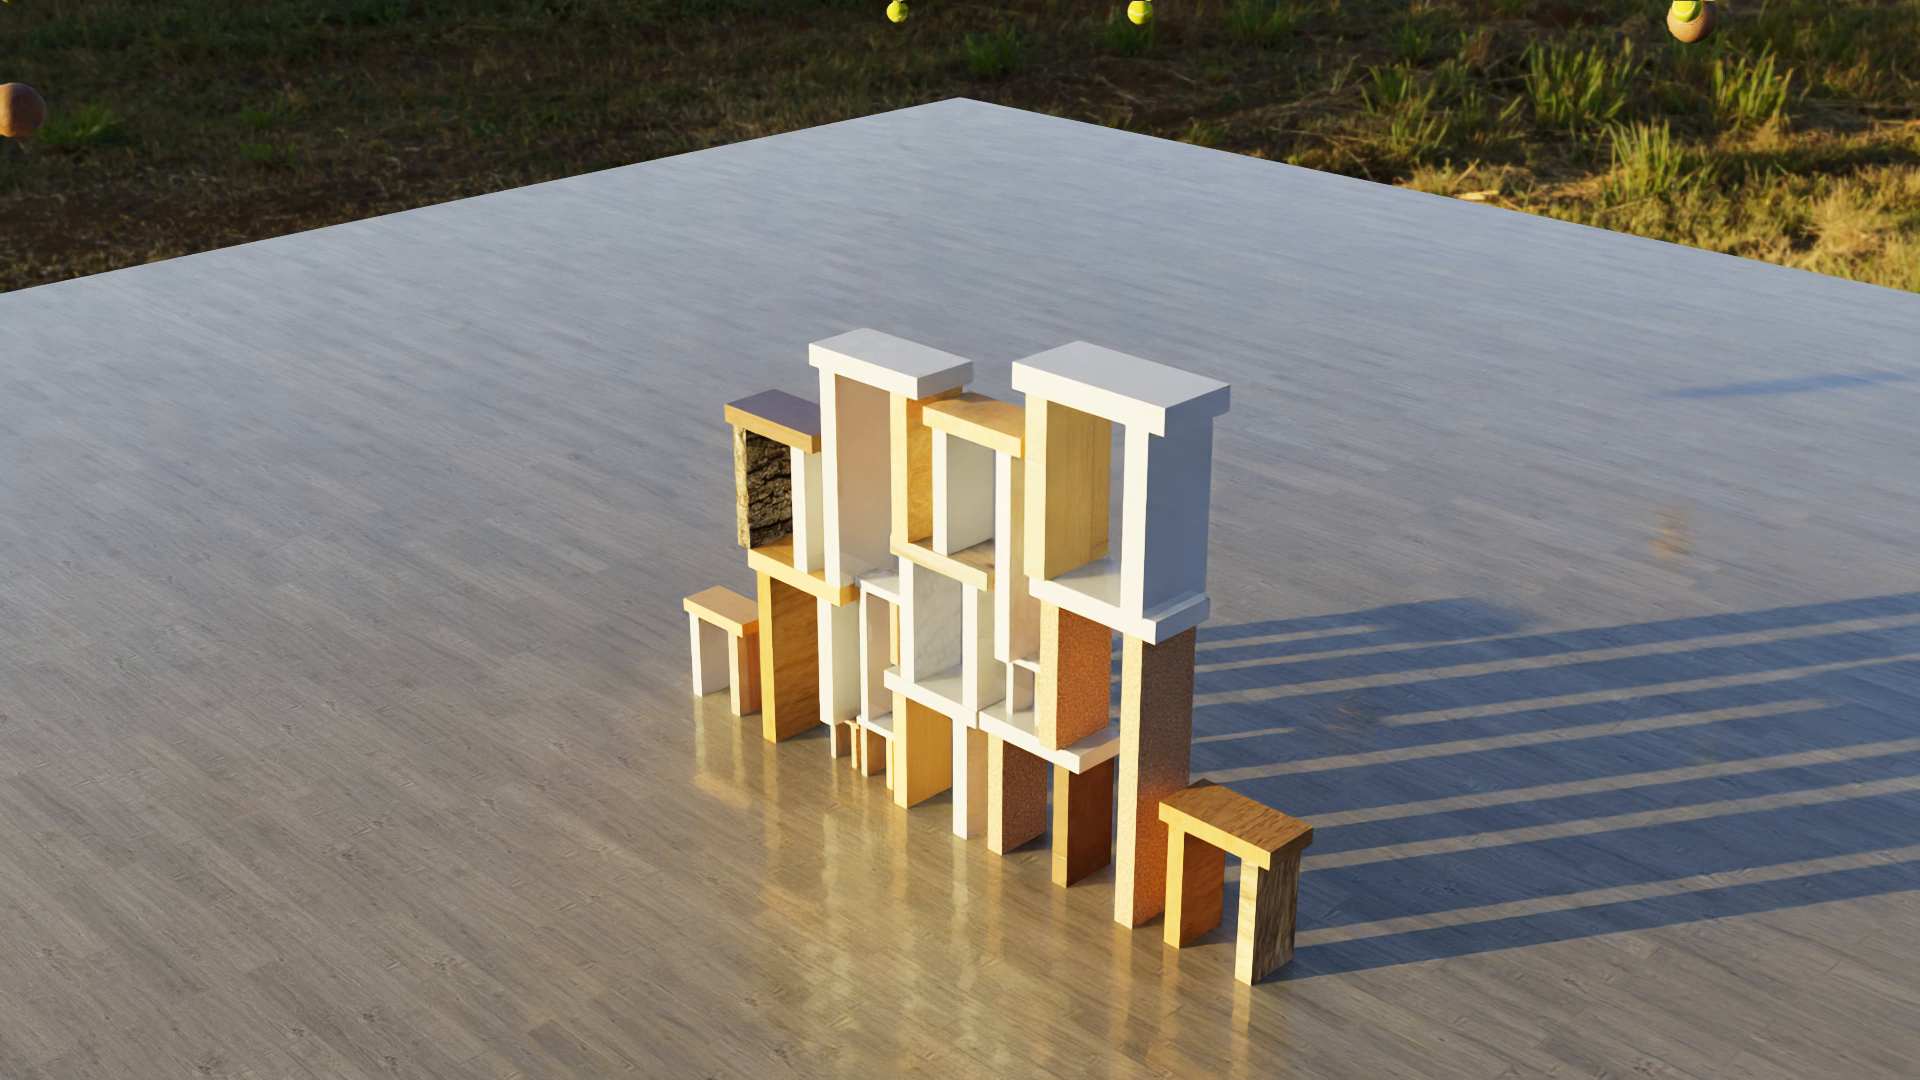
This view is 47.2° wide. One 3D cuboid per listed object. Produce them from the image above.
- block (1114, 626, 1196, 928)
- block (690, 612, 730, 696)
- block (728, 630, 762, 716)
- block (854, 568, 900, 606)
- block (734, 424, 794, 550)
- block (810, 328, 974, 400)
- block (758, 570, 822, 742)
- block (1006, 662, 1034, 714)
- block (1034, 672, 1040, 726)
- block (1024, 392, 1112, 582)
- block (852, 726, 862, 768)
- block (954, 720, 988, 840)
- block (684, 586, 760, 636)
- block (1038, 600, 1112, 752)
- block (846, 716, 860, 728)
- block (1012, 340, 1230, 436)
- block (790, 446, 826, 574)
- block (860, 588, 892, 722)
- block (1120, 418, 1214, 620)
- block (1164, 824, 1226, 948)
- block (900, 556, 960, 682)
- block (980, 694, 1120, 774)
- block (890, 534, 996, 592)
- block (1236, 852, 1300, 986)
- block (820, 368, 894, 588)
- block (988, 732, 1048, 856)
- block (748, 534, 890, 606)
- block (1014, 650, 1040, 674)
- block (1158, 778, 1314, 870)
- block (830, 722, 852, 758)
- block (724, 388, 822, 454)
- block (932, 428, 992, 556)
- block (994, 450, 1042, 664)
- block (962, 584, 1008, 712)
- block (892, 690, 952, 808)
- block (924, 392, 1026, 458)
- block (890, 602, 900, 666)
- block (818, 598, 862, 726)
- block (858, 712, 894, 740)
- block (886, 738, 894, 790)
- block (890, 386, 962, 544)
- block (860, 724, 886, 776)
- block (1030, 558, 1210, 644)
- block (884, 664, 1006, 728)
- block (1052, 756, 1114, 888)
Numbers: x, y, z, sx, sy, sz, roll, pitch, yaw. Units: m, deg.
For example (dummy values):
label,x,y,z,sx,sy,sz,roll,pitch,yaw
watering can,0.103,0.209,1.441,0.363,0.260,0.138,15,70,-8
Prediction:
label,x,y,z,sx,sy,sz,roll,pitch,yaw
block,0.355,0.420,4.012,0.042,0.593,0.149,21,31,41
block,-0.553,0.243,4.933,0.028,0.200,0.100,21,31,41
block,-0.459,0.279,4.847,0.028,0.200,0.100,21,31,41
block,-0.141,0.094,4.418,0.068,0.019,0.136,-21,31,-41
block,-0.405,-0.128,4.604,0.038,0.268,0.134,21,31,41
block,-0.134,-0.341,4.228,0.300,0.042,0.150,21,31,40
block,-0.360,0.231,4.712,0.040,0.394,0.142,21,31,41
block,0.115,0.273,4.221,0.056,0.112,0.016,-21,31,-40
block,0.167,0.294,4.173,0.016,0.112,0.056,21,31,40
block,0.195,-0.115,3.962,0.049,0.347,0.174,21,31,41
block,-0.206,0.428,4.629,0.014,0.097,0.049,21,31,41
block,0.045,0.453,4.364,0.036,0.257,0.128,21,31,41
block,-0.506,0.156,4.846,0.200,0.028,0.100,21,31,41
block,0.215,0.230,4.084,0.042,0.299,0.149,21,31,40
block,-0.229,0.368,4.628,0.097,0.014,0.049,21,31,40
block,0.277,-0.266,3.810,0.347,0.049,0.174,21,31,41
block,-0.278,-0.078,4.488,0.038,0.268,0.134,22,31,40
block,-0.173,0.226,4.509,0.019,0.296,0.068,21,31,41
block,0.358,-0.052,3.812,0.174,0.347,0.049,-21,31,-41
block,0.430,0.609,4.009,0.035,0.247,0.124,21,31,41
block,-0.058,0.139,4.348,0.037,0.262,0.131,21,31,41
block,0.174,0.364,4.196,0.257,0.036,0.129,21,31,41
block,0.003,0.026,4.233,0.131,0.037,0.262,-21,31,-41
block,0.547,0.654,3.901,0.035,0.247,0.124,21,31,41
block,-0.204,-0.138,4.391,0.042,0.457,0.150,21,31,40
block,0.114,0.476,4.309,0.036,0.257,0.129,21,31,41
block,-0.293,0.057,4.566,0.283,0.040,0.142,22,31,40
block,0.140,0.225,4.173,0.112,0.016,0.056,21,31,40
block,0.488,0.502,3.900,0.247,0.035,0.124,21,31,41
block,-0.251,0.410,4.671,0.049,0.097,0.014,-21,31,-41
block,-0.342,-0.244,4.486,0.268,0.038,0.134,22,31,40
block,0.006,-0.107,4.178,0.035,0.250,0.125,21,31,41
block,0.123,0.017,4.103,0.035,0.421,0.125,21,31,40
block,0.065,0.187,4.234,0.037,0.262,0.131,21,31,41
block,-0.076,0.406,4.476,0.036,0.256,0.128,21,31,41
block,0.064,-0.216,4.067,0.125,0.035,0.250,-21,31,-41
block,-0.109,0.178,4.419,0.019,0.136,0.068,21,31,41
block,-0.227,0.232,4.568,0.040,0.283,0.142,21,31,41
block,-0.152,0.381,4.545,0.116,0.016,0.058,21,31,41
block,-0.125,0.452,4.546,0.016,0.116,0.058,21,31,41
block,-0.063,-0.156,4.230,0.042,0.300,0.150,21,31,41
block,-0.179,0.431,4.596,0.016,0.116,0.058,21,31,41
block,0.285,0.100,3.953,0.149,0.042,0.299,-21,31,-41
block,-0.016,0.295,4.363,0.256,0.036,0.128,21,31,41
block,0.235,0.523,4.198,0.036,0.257,0.129,21,31,41
